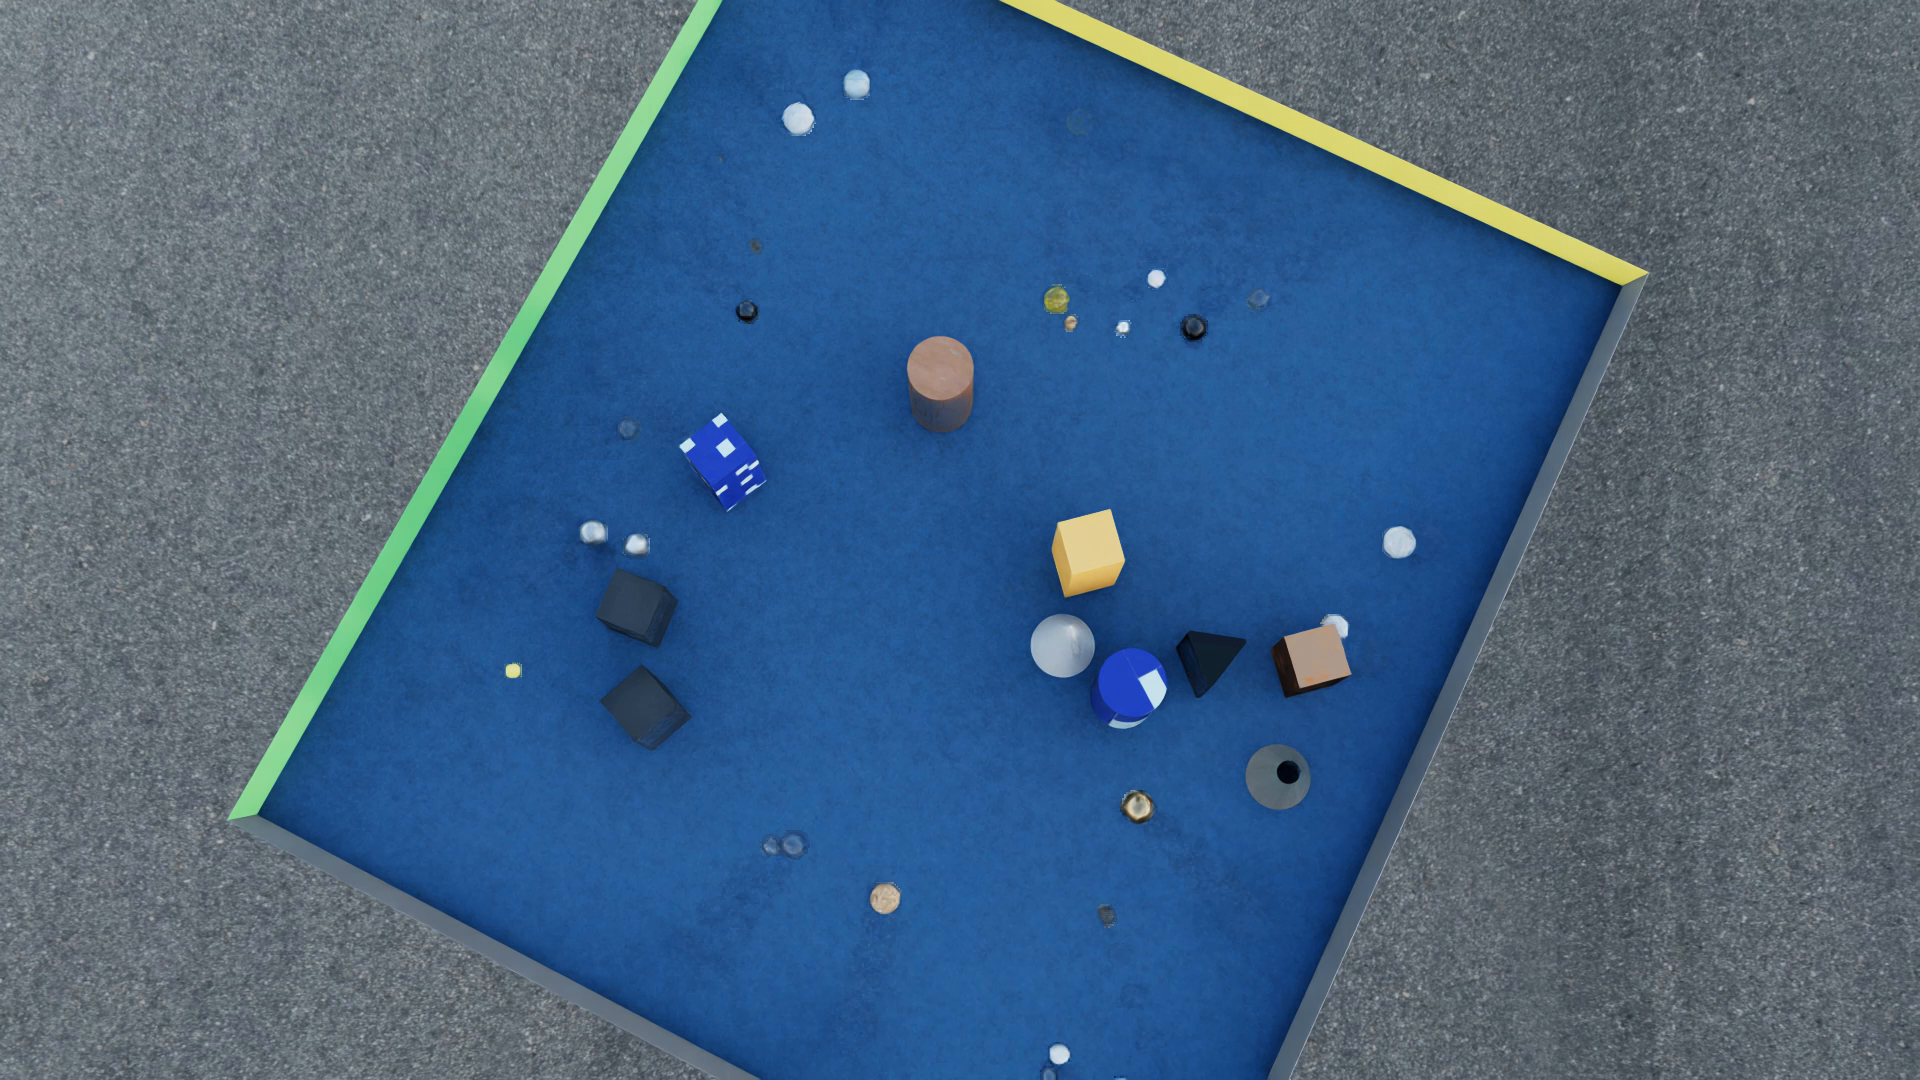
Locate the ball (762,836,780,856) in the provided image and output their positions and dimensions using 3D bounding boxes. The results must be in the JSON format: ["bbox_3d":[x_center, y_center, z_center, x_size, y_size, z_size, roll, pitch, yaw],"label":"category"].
[{"bbox_3d":[-0.556,0.903,5.401,0.057,0.057,0.057,0,78,0],"label":"ball"}]

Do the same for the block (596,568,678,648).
[{"bbox_3d":[-0.958,0.204,5.445,0.156,0.253,0.156,21,79,4],"label":"block"}]

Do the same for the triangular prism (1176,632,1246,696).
[{"bbox_3d":[0.712,0.337,5.397,0.146,0.293,0.169,38,81,7],"label":"triangular prism"}]

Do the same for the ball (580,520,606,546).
[{"bbox_3d":[-1.118,-0.021,5.580,0.081,0.081,0.081,0,78,0],"label":"ball"}]

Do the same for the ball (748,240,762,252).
[{"bbox_3d":[-0.648,-0.928,5.788,0.040,0.040,0.040,0,78,0],"label":"ball"}]

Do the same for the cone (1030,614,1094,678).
[{"bbox_3d":[0.311,0.281,5.361,0.195,0.387,0.195,0,78,0],"label":"cone"}]

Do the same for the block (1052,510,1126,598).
[{"bbox_3d":[0.375,0.044,5.410,0.156,0.387,0.156,-14,79,-3],"label":"block"}]

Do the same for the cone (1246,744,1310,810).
[{"bbox_3d":[0.950,0.677,5.323,0.195,0.301,0.195,0,78,0],"label":"cone"}]

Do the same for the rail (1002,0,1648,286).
[{"bbox_3d":[0.750,-1.463,5.854,3.060,0.127,0.045,26,80,5],"label":"rail"}]

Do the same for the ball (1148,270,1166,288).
[{"bbox_3d":[0.616,-0.821,5.758,0.055,0.055,0.055,0,78,0],"label":"ball"}]

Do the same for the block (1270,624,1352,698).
[{"bbox_3d":[1.035,0.358,5.420,0.156,0.240,0.156,-15,79,-3],"label":"block"}]

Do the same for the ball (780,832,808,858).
[{"bbox_3d":[-0.489,0.896,5.391,0.078,0.078,0.078,0,78,0],"label":"ball"}]

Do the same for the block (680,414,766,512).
[{"bbox_3d":[-0.706,-0.229,5.491,0.156,0.339,0.156,-39,81,-7],"label":"block"}]

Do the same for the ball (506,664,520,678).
[{"bbox_3d":[-1.345,0.394,5.513,0.044,0.044,0.044,0,78,0],"label":"ball"}]

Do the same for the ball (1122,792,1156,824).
[{"bbox_3d":[0.528,0.790,5.404,0.096,0.096,0.096,0,78,0],"label":"ball"}]

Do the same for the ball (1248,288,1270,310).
[{"bbox_3d":[0.935,-0.753,5.737,0.069,0.069,0.069,0,78,0],"label":"ball"}]

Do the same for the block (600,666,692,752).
[{"bbox_3d":[-0.914,0.494,5.356,0.156,0.309,0.156,-41,81,-8],"label":"block"}]

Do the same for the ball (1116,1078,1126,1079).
[{"bbox_3d":[0.461,1.584,5.247,0.082,0.082,0.082,0,78,0],"label":"ball"}]

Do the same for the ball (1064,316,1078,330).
[{"bbox_3d":[0.346,-0.680,5.736,0.041,0.041,0.041,0,78,0],"label":"ball"}]

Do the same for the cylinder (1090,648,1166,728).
[{"bbox_3d":[0.489,0.437,5.356,0.195,0.334,0.195,0,78,0],"label":"cylinder"}]

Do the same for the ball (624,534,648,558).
[{"bbox_3d":[-0.985,0.017,5.574,0.075,0.075,0.075,0,78,0],"label":"ball"}]

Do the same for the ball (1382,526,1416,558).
[{"bbox_3d":[1.334,0.008,5.565,0.097,0.097,0.097,0,78,0],"label":"ball"}]

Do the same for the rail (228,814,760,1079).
[{"bbox_3d":[-0.750,1.476,5.245,3.060,0.127,0.045,26,80,5],"label":"rail"}]

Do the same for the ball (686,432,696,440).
[{"bbox_3d":[-0.799,-0.287,5.622,0.091,0.091,0.091,0,78,0],"label":"ball"}]

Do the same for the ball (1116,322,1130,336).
[{"bbox_3d":[0.511,-0.663,5.731,0.044,0.044,0.044,0,78,0],"label":"ball"}]

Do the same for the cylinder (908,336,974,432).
[{"bbox_3d":[-0.057,-0.466,5.528,0.195,0.363,0.195,0,78,0],"label":"cylinder"}]

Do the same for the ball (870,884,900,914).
[{"bbox_3d":[-0.219,1.049,5.355,0.088,0.088,0.088,0,78,0],"label":"ball"}]

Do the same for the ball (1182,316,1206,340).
[{"bbox_3d":[0.730,-0.660,5.715,0.076,0.076,0.076,0,78,0],"label":"ball"}]

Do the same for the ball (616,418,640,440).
[{"bbox_3d":[-1.024,-0.340,5.652,0.068,0.068,0.068,0,78,0],"label":"ball"}]

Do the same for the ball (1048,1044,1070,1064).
[{"bbox_3d":[0.286,1.482,5.280,0.059,0.059,0.059,0,78,0],"label":"ball"}]

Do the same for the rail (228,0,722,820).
[{"bbox_3d":[-1.347,-0.653,5.686,0.045,0.127,3.403,26,80,5],"label":"rail"}]

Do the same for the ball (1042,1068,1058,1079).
[{"bbox_3d":[0.258,1.541,5.274,0.046,0.046,0.046,0,78,0],"label":"ball"}]

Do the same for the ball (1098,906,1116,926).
[{"bbox_3d":[0.429,1.099,5.362,0.054,0.054,0.054,0,78,0],"label":"ball"}]

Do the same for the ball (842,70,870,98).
[{"bbox_3d":[-0.331,-1.463,5.874,0.089,0.089,0.089,0,78,0],"label":"ball"}]

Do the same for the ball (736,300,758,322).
[{"bbox_3d":[-0.666,-0.716,5.729,0.069,0.069,0.069,0,78,0],"label":"ball"}]

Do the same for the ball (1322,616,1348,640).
[{"bbox_3d":[1.129,0.267,5.520,0.082,0.082,0.082,0,78,0],"label":"ball"}]

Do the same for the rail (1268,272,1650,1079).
[{"bbox_3d":[1.347,0.666,5.413,0.045,0.127,3.403,26,80,5],"label":"rail"}]

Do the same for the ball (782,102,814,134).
[{"bbox_3d":[-0.517,-1.344,5.845,0.097,0.097,0.097,0,78,0],"label":"ball"}]

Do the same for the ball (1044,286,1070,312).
[{"bbox_3d":[0.302,-0.752,5.732,0.080,0.080,0.080,0,78,0],"label":"ball"}]
